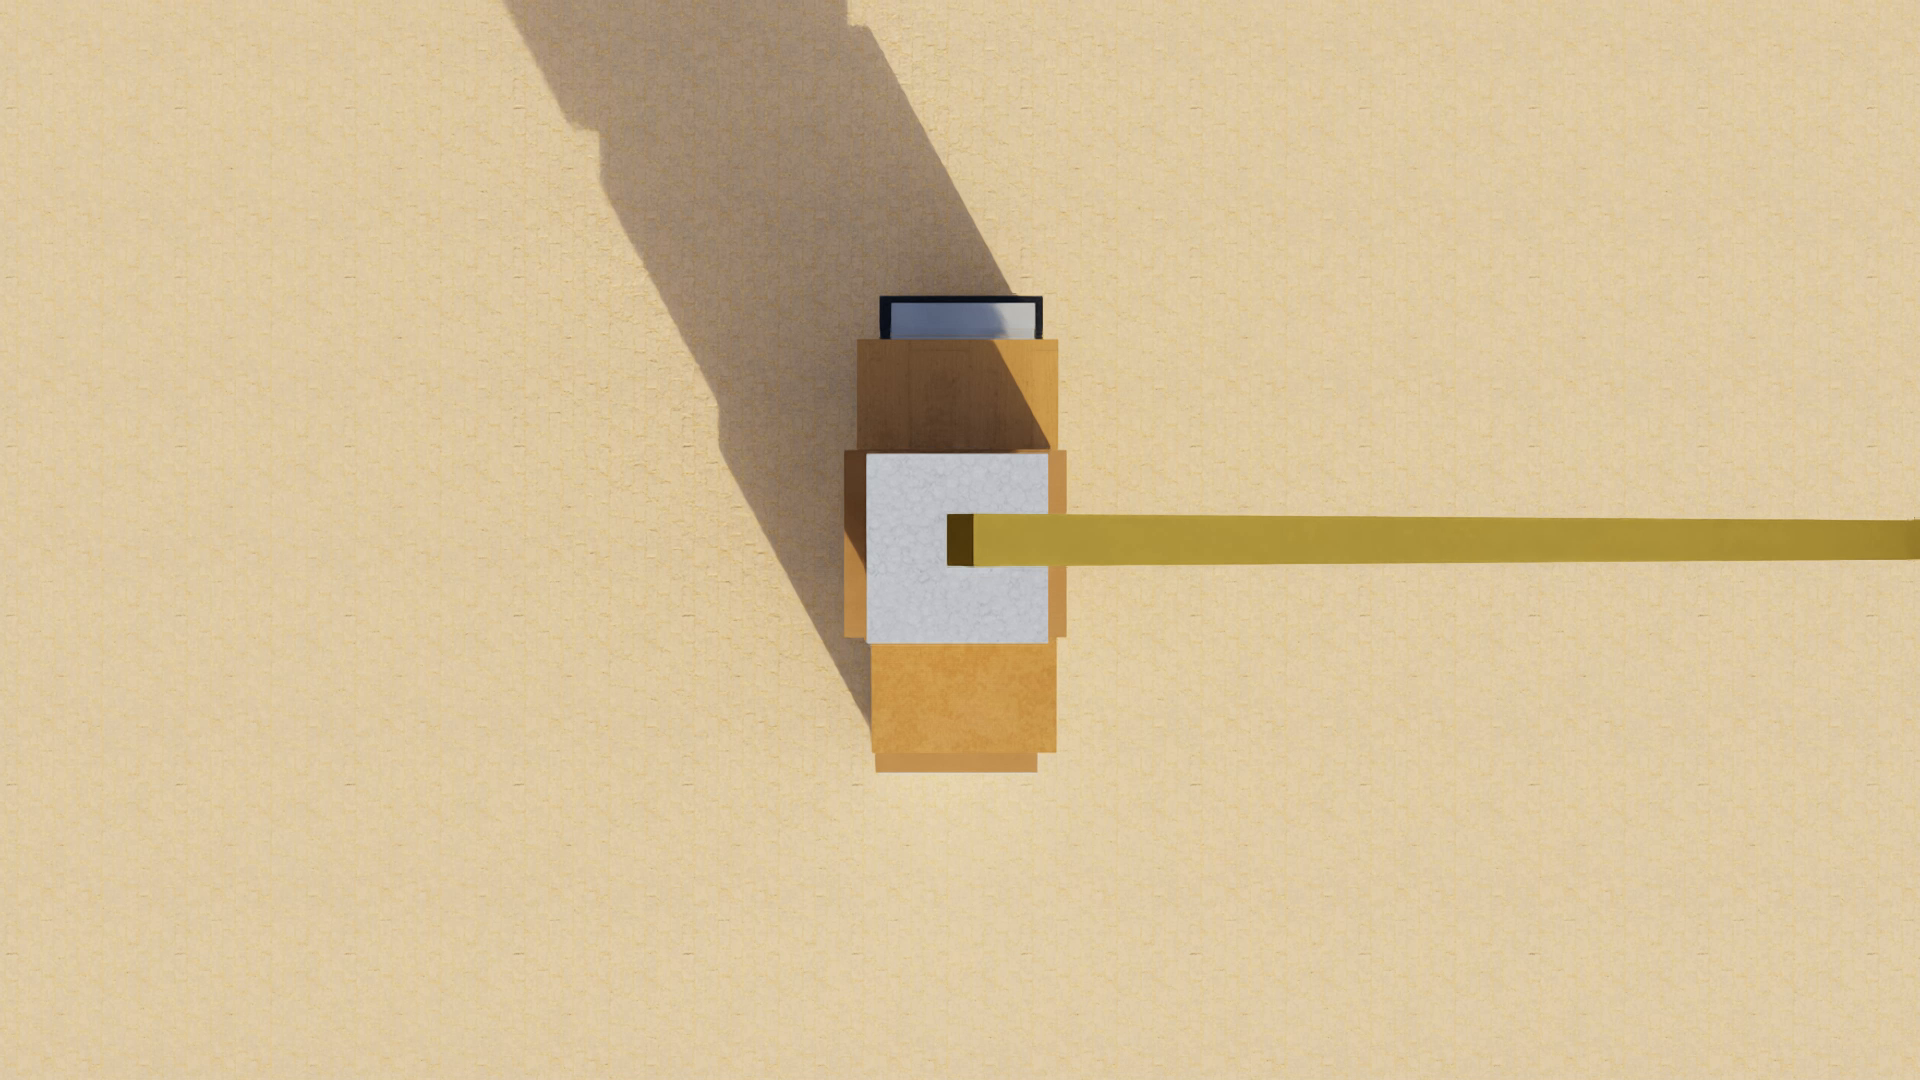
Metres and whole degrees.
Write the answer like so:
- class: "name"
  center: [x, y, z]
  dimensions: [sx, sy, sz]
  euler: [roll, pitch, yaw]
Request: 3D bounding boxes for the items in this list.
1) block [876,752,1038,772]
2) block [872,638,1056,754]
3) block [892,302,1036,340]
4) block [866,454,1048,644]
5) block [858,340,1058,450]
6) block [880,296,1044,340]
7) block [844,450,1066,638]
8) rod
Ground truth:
- class: "block"
  center: [-0.017, 0.691, 10.908]
  dimensions: [0.776, 0.800, 0.801]
  euler: [0, 93, 0]
- class: "block"
  center: [0.018, 0.457, 9.397]
  dimensions: [0.765, 0.657, 0.791]
  euler: [0, 96, 0]
- class: "block"
  center: [0.015, -0.780, 10.801]
  dimensions: [0.686, 0.664, 0.673]
  euler: [0, 88, 0]
- class: "block"
  center: [-0.008, 0.023, 7.253]
  dimensions: [0.571, 0.675, 0.595]
  euler: [0, 91, 0]
- class: "block"
  center: [-0.009, -0.398, 9.344]
  dimensions: [0.824, 0.677, 0.855]
  euler: [0, 91, 0]
- class: "block"
  center: [0.006, -0.801, 11.588]
  dimensions: [0.830, 0.900, 0.831]
  euler: [0, 87, 0]
- class: "block"
  center: [-0.017, 0.010, 8.578]
  dimensions: [0.824, 0.864, 0.694]
  euler: [0, 91, 0]
- class: "rod"
  center: [2.234, 0.000, 4.679]
  dimensions: [5.200, 0.080, 0.080]
  euler: [0, 90, -31]
